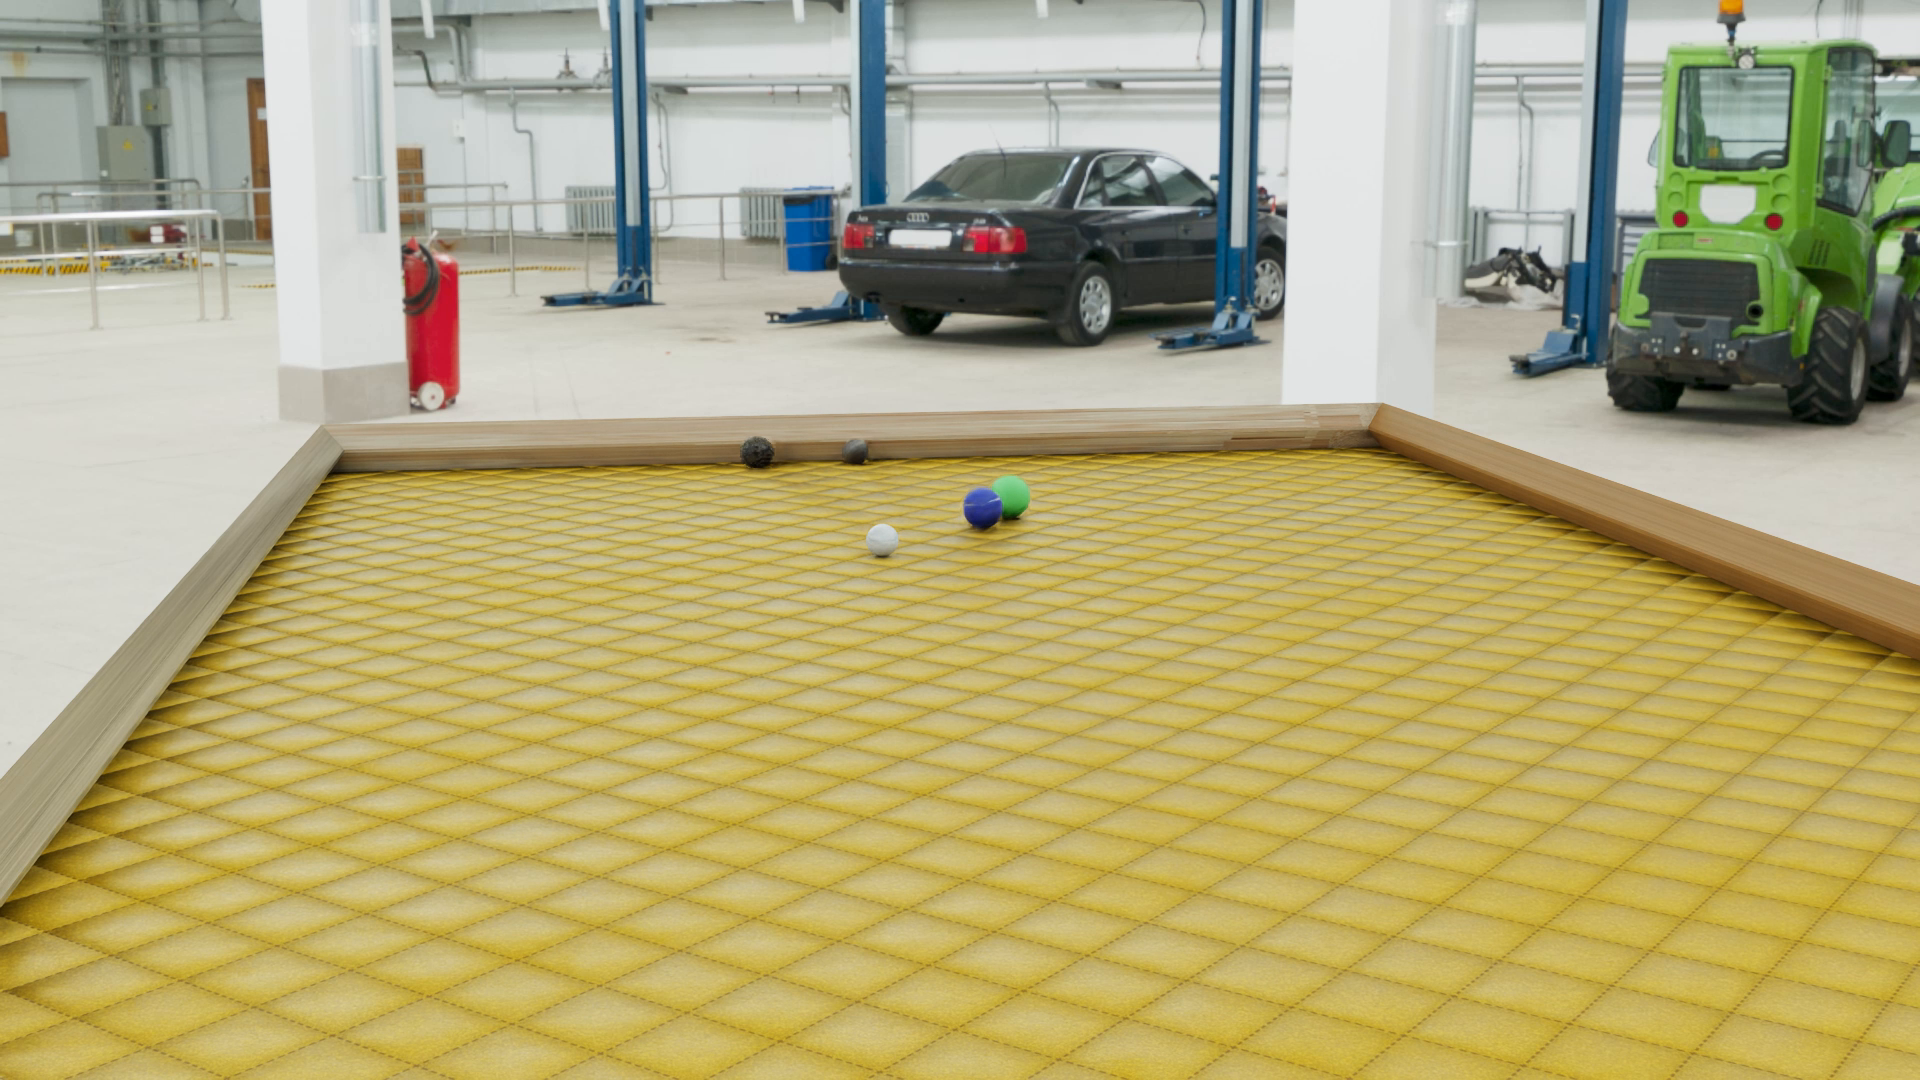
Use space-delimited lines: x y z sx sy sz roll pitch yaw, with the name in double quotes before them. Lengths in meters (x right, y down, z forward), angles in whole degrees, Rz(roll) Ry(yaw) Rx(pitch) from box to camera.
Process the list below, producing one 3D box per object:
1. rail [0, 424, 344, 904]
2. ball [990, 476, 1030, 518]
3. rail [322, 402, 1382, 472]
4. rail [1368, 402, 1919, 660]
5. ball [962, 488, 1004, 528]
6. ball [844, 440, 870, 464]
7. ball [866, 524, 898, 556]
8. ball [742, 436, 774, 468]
"rail" -0.835 0.201 2.124 0.045 0.089 4.150 -2 11 -9
"ball" 0.082 -0.071 3.646 0.069 0.069 0.069 0 11 0
"rail" -0.167 -0.199 4.278 2.087 0.089 0.045 -2 11 -9
"rail" 1.176 0.140 2.454 0.045 0.089 4.150 -2 11 -9
"ball" 0.037 -0.051 3.549 0.065 0.065 0.065 0 11 0
"ball" -0.199 -0.170 4.239 0.048 0.048 0.048 0 11 0
"ball" -0.117 0.000 3.316 0.050 0.050 0.050 0 11 0
"ball" -0.385 -0.167 4.187 0.061 0.061 0.061 0 11 0
